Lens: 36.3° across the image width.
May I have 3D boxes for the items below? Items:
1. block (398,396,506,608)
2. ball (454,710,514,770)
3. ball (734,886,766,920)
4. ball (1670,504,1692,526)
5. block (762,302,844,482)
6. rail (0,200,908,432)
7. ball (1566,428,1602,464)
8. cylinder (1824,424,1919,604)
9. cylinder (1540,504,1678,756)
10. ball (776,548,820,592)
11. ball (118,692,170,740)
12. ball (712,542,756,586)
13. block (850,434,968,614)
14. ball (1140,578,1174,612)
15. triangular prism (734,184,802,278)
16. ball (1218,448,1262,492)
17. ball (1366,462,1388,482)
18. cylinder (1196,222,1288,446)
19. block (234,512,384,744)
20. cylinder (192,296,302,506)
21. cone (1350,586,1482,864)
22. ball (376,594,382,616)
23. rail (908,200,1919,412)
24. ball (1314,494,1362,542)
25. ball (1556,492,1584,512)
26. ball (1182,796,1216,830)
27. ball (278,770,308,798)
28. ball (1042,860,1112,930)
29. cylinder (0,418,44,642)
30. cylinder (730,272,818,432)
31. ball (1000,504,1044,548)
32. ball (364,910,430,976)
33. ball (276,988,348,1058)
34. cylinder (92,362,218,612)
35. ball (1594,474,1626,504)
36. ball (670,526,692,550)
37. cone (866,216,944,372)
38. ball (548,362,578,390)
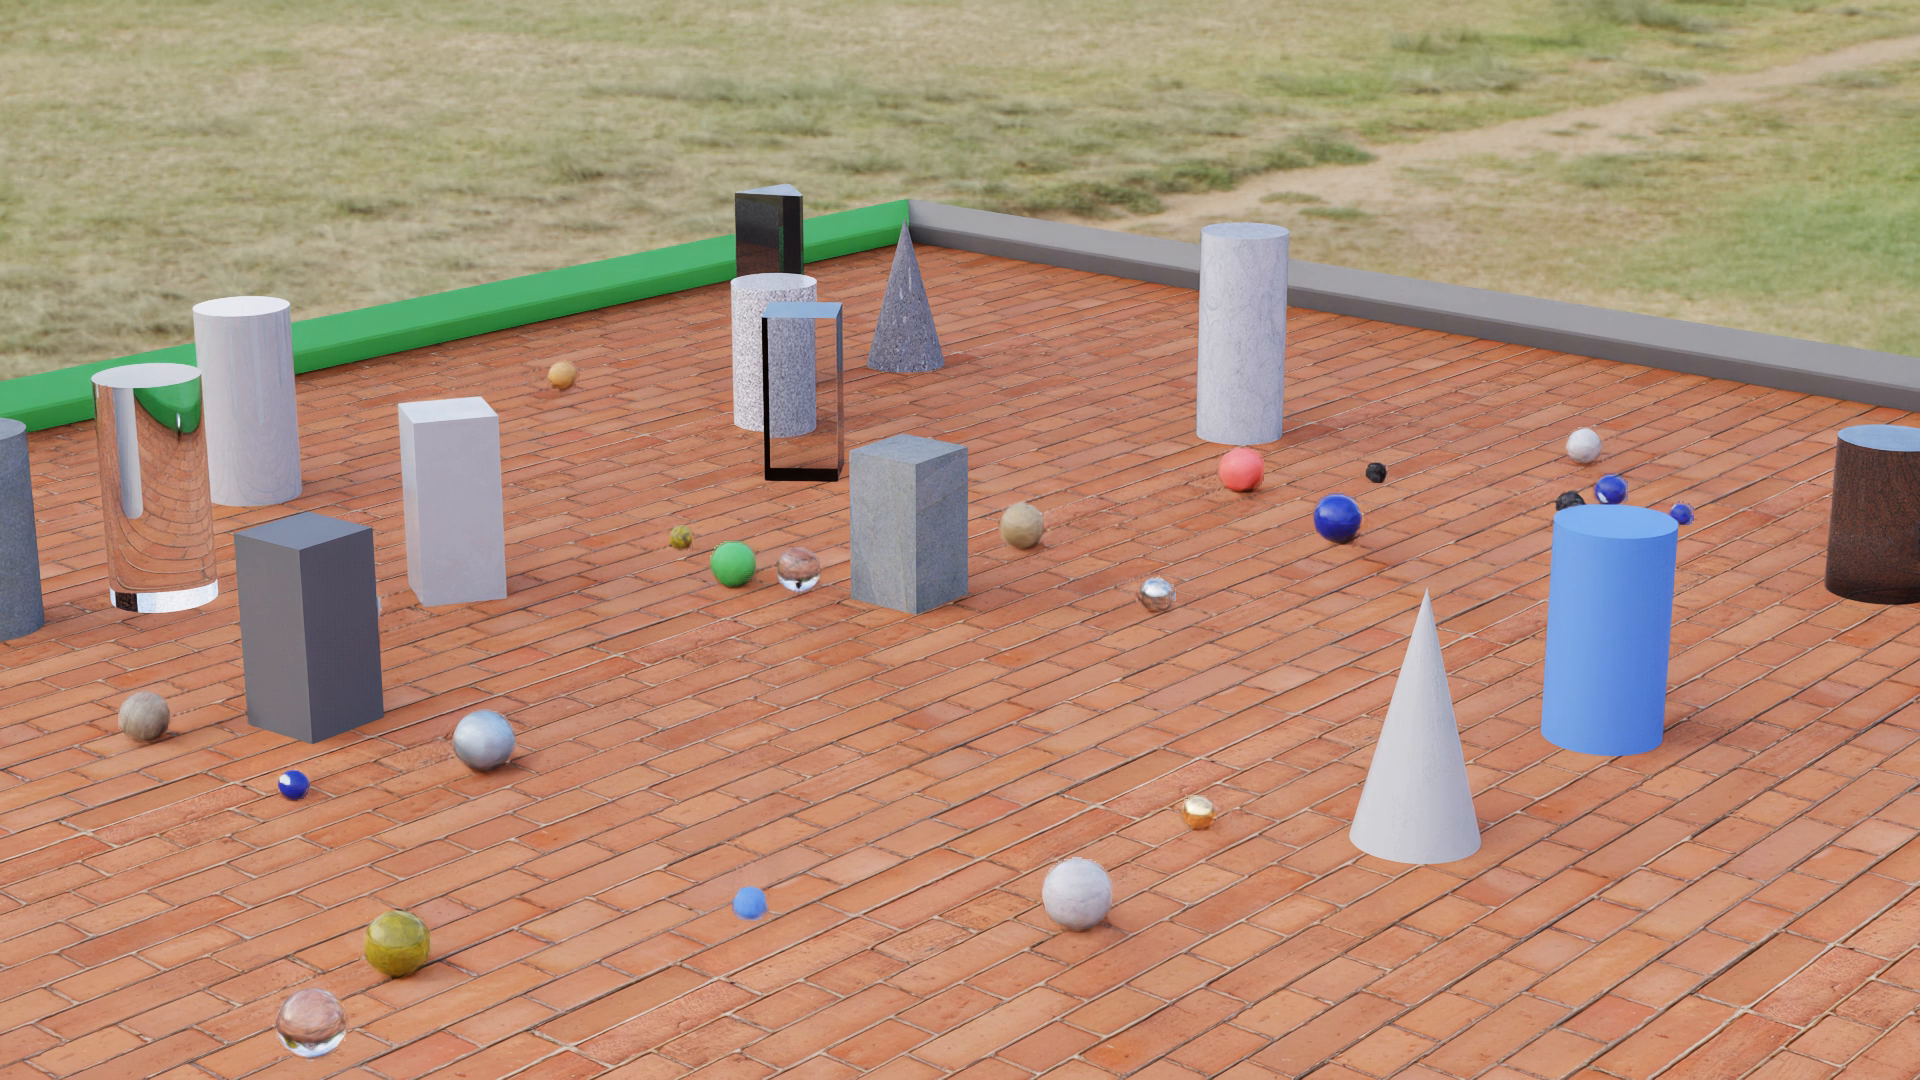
[{"bbox_3d":[-0.880,-0.068,5.084,0.145,0.327,0.145,-6,18,-20],"label":"block"},{"bbox_3d":[-0.699,0.295,4.301,0.088,0.088,0.088,0,17,0],"label":"ball"},{"bbox_3d":[-0.272,0.470,3.800,0.042,0.042,0.042,0,17,0],"label":"ball"},{"bbox_3d":[1.356,-0.048,5.514,0.041,0.041,0.041,0,17,0],"label":"ball"},{"bbox_3d":[-0.311,-0.296,5.830,0.145,0.331,0.145,1,17,3],"label":"block"},{"bbox_3d":[-1.637,-0.383,6.482,0.045,0.118,4.606,14,22,39],"label":"rail"},{"bbox_3d":[1.262,-0.189,5.928,0.071,0.071,0.071,0,17,0],"label":"ball"},{"bbox_3d":[1.610,-0.046,5.103,0.181,0.274,0.181,0,17,0],"label":"cylinder"},{"bbox_3d":[0.974,0.134,4.402,0.181,0.338,0.181,0,17,0],"label":"cylinder"},{"bbox_3d":[-0.282,0.053,5.120,0.076,0.076,0.076,0,17,0],"label":"ball"},{"bbox_3d":[-1.229,0.266,4.420,0.075,0.075,0.075,0,17,0],"label":"ball"},{"bbox_3d":[-0.397,0.043,5.148,0.079,0.079,0.079,0,17,0],"label":"ball"},{"bbox_3d":[-0.088,-0.029,5.062,0.145,0.266,0.145,13,21,36],"label":"block"},{"bbox_3d":[0.336,0.093,5.018,0.058,0.058,0.058,0,17,0],"label":"ball"},{"bbox_3d":[-0.406,-0.576,6.586,0.157,0.429,0.136,5,17,15],"label":"triangular prism"},{"bbox_3d":[0.549,-0.137,5.729,0.085,0.085,0.085,0,17,0],"label":"ball"},{"bbox_3d":[0.824,-0.134,5.797,0.041,0.041,0.041,0,17,0],"label":"ball"},{"bbox_3d":[0.587,-0.430,6.098,0.181,0.433,0.181,0,17,0],"label":"cylinder"},{"bbox_3d":[-0.990,0.132,4.463,0.145,0.306,0.145,12,21,35],"label":"block"},{"bbox_3d":[-1.376,-0.269,5.669,0.181,0.373,0.181,0,17,0],"label":"cylinder"},{"bbox_3d":[0.630,0.238,4.009,0.181,0.366,0.181,0,17,0],"label":"cone"},{"bbox_3d":[-1.010,0.113,4.926,0.074,0.074,0.074,0,17,0],"label":"ball"},{"bbox_3d":[1.494,-0.470,6.769,4.384,0.118,0.045,14,22,39],"label":"rail"},{"bbox_3d":[0.695,-0.040,5.406,0.088,0.088,0.088,0,17,0],"label":"ball"},{"bbox_3d":[1.155,-0.065,5.545,0.055,0.055,0.055,0,17,0],"label":"ball"},{"bbox_3d":[0.333,0.380,4.090,0.046,0.046,0.046,0,17,0],"label":"ball"},{"bbox_3d":[-0.955,0.350,4.199,0.042,0.042,0.042,0,17,0],"label":"ball"},{"bbox_3d":[0.151,0.456,3.765,0.091,0.091,0.091,0,17,0],"label":"ball"},{"bbox_3d":[-1.637,-0.017,4.893,0.181,0.341,0.181,0,17,0],"label":"cylinder"},{"bbox_3d":[-0.392,-0.399,6.218,0.181,0.303,0.181,0,17,0],"label":"cylinder"},{"bbox_3d":[0.113,-0.026,5.368,0.083,0.083,0.083,0,17,0],"label":"ball"},{"bbox_3d":[-0.698,0.500,3.635,0.082,0.082,0.082,0,17,0],"label":"ball"},{"bbox_3d":[-0.757,0.564,3.425,0.081,0.081,0.081,0,17,0],"label":"ball"},{"bbox_3d":[-1.383,-0.091,5.043,0.181,0.395,0.181,0,17,0],"label":"cylinder"},{"bbox_3d":[1.250,-0.095,5.633,0.061,0.061,0.061,0,17,0],"label":"ball"},{"bbox_3d":[-0.511,-0.004,5.363,0.043,0.043,0.043,0,17,0],"label":"ball"},{"bbox_3d":[-0.125,-0.572,6.720,0.181,0.344,0.181,0,17,0],"label":"cone"},{"bbox_3d":[-0.884,-0.366,6.523,0.063,0.063,0.063,0,17,0],"label":"ball"}]
